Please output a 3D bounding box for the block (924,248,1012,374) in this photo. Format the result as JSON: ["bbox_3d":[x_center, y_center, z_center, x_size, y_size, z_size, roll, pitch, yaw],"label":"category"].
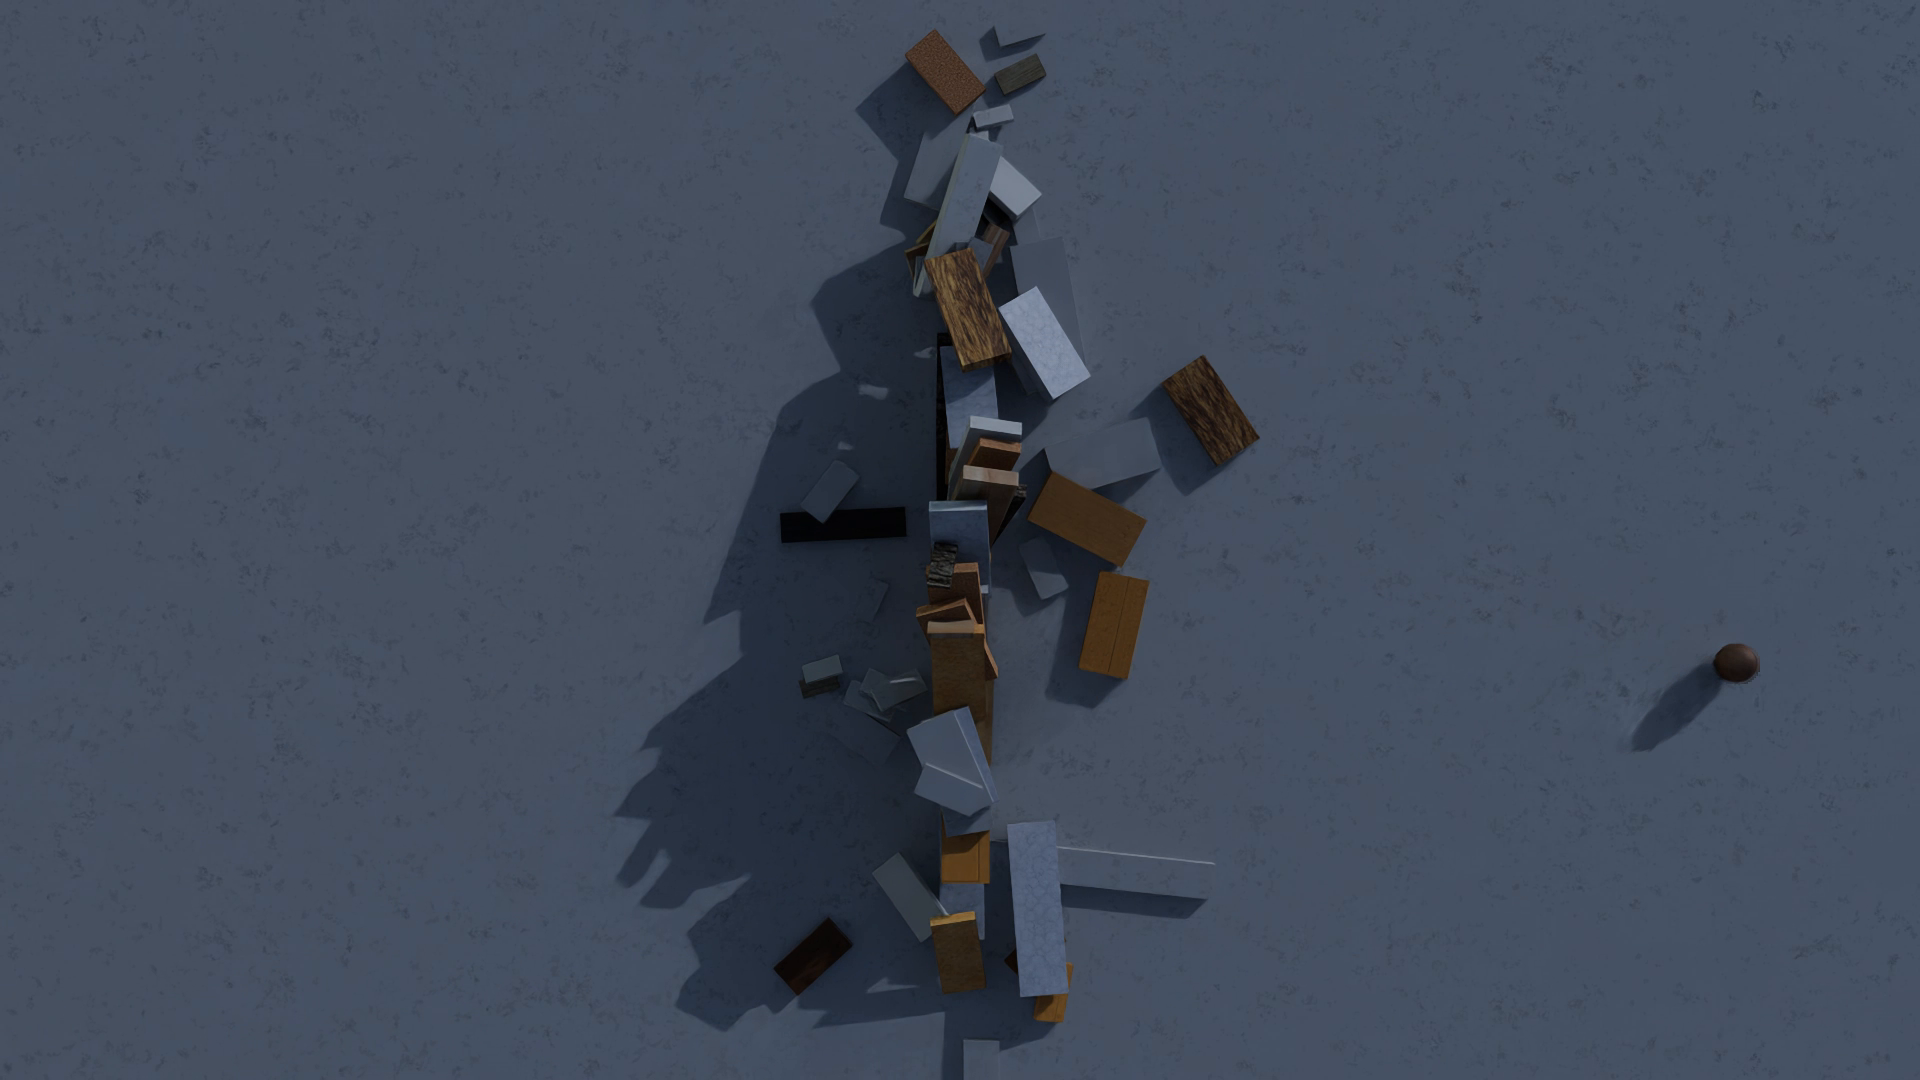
[{"bbox_3d":[0.024,-0.733,5.244,0.162,0.046,0.412,-16,66,-6],"label":"block"}]

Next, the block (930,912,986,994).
[{"bbox_3d":[-0.004,1.356,5.414,0.147,0.042,0.293,-9,117,0],"label":"block"}]

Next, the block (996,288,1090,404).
[{"bbox_3d":[0.266,-0.637,5.382,0.172,0.049,0.344,-33,93,-27],"label":"block"}]

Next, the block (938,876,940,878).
[{"bbox_3d":[0.019,1.026,5.483,0.118,0.033,0.236,17,90,0],"label":"block"}]

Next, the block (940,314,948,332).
[{"bbox_3d":[-0.003,-0.701,5.362,0.129,0.036,0.257,0,105,0],"label":"block"}]

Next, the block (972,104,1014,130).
[{"bbox_3d":[0.111,-1.404,5.479,0.125,0.018,0.063,-13,65,0],"label":"block"}]

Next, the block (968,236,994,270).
[{"bbox_3d":[0.043,-0.903,5.374,0.077,0.022,0.153,22,101,-11],"label":"block"}]

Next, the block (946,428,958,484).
[{"bbox_3d":[0.003,-0.269,5.346,0.098,0.028,0.196,1,125,-2],"label":"block"}]

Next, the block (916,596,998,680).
[{"bbox_3d":[-0.007,0.327,5.231,0.161,0.046,0.322,-15,126,13],"label":"block"}]

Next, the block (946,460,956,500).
[{"bbox_3d":[0.012,-0.165,5.378,0.098,0.028,0.196,3,122,-7],"label":"block"}]

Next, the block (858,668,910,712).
[{"bbox_3d":[-0.240,0.497,5.469,0.171,0.024,0.086,23,62,0],"label":"block"}]

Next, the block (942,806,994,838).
[{"bbox_3d":[0.007,0.786,5.294,0.154,0.044,0.309,-10,91,1],"label":"block"}]

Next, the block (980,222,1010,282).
[{"bbox_3d":[0.051,-0.876,5.441,0.076,0.022,0.344,22,102,-33],"label":"block"}]

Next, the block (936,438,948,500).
[{"bbox_3d":[0.006,-0.231,5.429,0.167,0.047,0.335,0,106,-1],"label":"block"}]

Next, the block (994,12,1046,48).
[{"bbox_3d":[0.198,-1.698,5.489,0.157,0.022,0.078,-17,90,0],"label":"block"}]

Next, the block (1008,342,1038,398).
[{"bbox_3d":[0.178,-0.600,5.435,0.037,0.131,0.261,-26,90,0],"label":"block"}]

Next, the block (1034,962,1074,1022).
[{"bbox_3d":[0.310,1.497,5.471,0.097,0.028,0.194,11,90,-18],"label":"block"}]

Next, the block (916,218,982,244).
[{"bbox_3d":[-0.037,-1.026,5.457,0.208,0.029,0.104,-47,118,3],"label":"block"}]

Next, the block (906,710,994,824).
[{"bbox_3d":[-0.031,0.714,5.204,0.159,0.045,0.318,-24,90,2],"label":"block"}]

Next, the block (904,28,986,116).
[{"bbox_3d":[-0.047,-1.543,5.445,0.130,0.037,0.260,-41,90,0],"label":"block"}]

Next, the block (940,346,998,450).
[{"bbox_3d":[0.032,-0.457,5.233,0.162,0.046,0.324,-6,88,-1],"label":"block"}]

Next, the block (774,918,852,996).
[{"bbox_3d":[-0.488,1.383,5.483,0.245,0.035,0.122,-42,90,0],"label":"block"}]

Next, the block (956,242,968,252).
[{"bbox_3d":[0.025,-0.899,5.395,0.076,0.022,0.153,-2,104,-6],"label":"block"}]

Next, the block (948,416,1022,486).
[{"bbox_3d":[0.077,-0.268,5.193,0.162,0.324,0.046,8,57,-10],"label":"block"}]

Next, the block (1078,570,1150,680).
[{"bbox_3d":[0.509,0.280,5.476,0.167,0.047,0.333,13,90,0],"label":"block"}]

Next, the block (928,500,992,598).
[{"bbox_3d":[0.003,0.033,5.176,0.178,0.050,0.356,-1,129,3],"label":"block"}]

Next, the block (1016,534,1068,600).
[{"bbox_3d":[0.275,0.090,5.486,0.099,0.028,0.198,-25,90,0],"label":"block"}]

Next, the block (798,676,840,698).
[{"bbox_3d":[-0.468,0.480,5.491,0.127,0.018,0.063,-16,90,0],"label":"block"}]

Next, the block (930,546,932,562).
[{"bbox_3d":[-0.005,0.050,5.340,0.178,0.356,0.050,3,55,0],"label":"block"}]

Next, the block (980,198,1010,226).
[{"bbox_3d":[0.082,-1.133,5.456,0.104,0.029,0.208,-36,82,-19],"label":"block"}]

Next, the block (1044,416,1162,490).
[{"bbox_3d":[0.474,-0.273,5.475,0.356,0.050,0.178,-17,90,0],"label":"block"}]

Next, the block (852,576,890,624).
[{"bbox_3d":[-0.297,0.199,5.490,0.072,0.020,0.143,25,90,0],"label":"block"}]

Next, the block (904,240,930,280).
[{"bbox_3d":[-0.073,-0.940,5.446,0.208,0.029,0.104,-23,117,-10],"label":"block"}]

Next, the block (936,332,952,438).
[{"bbox_3d":[0.009,-0.497,5.312,0.167,0.047,0.335,1,101,-1],"label":"block"}]
